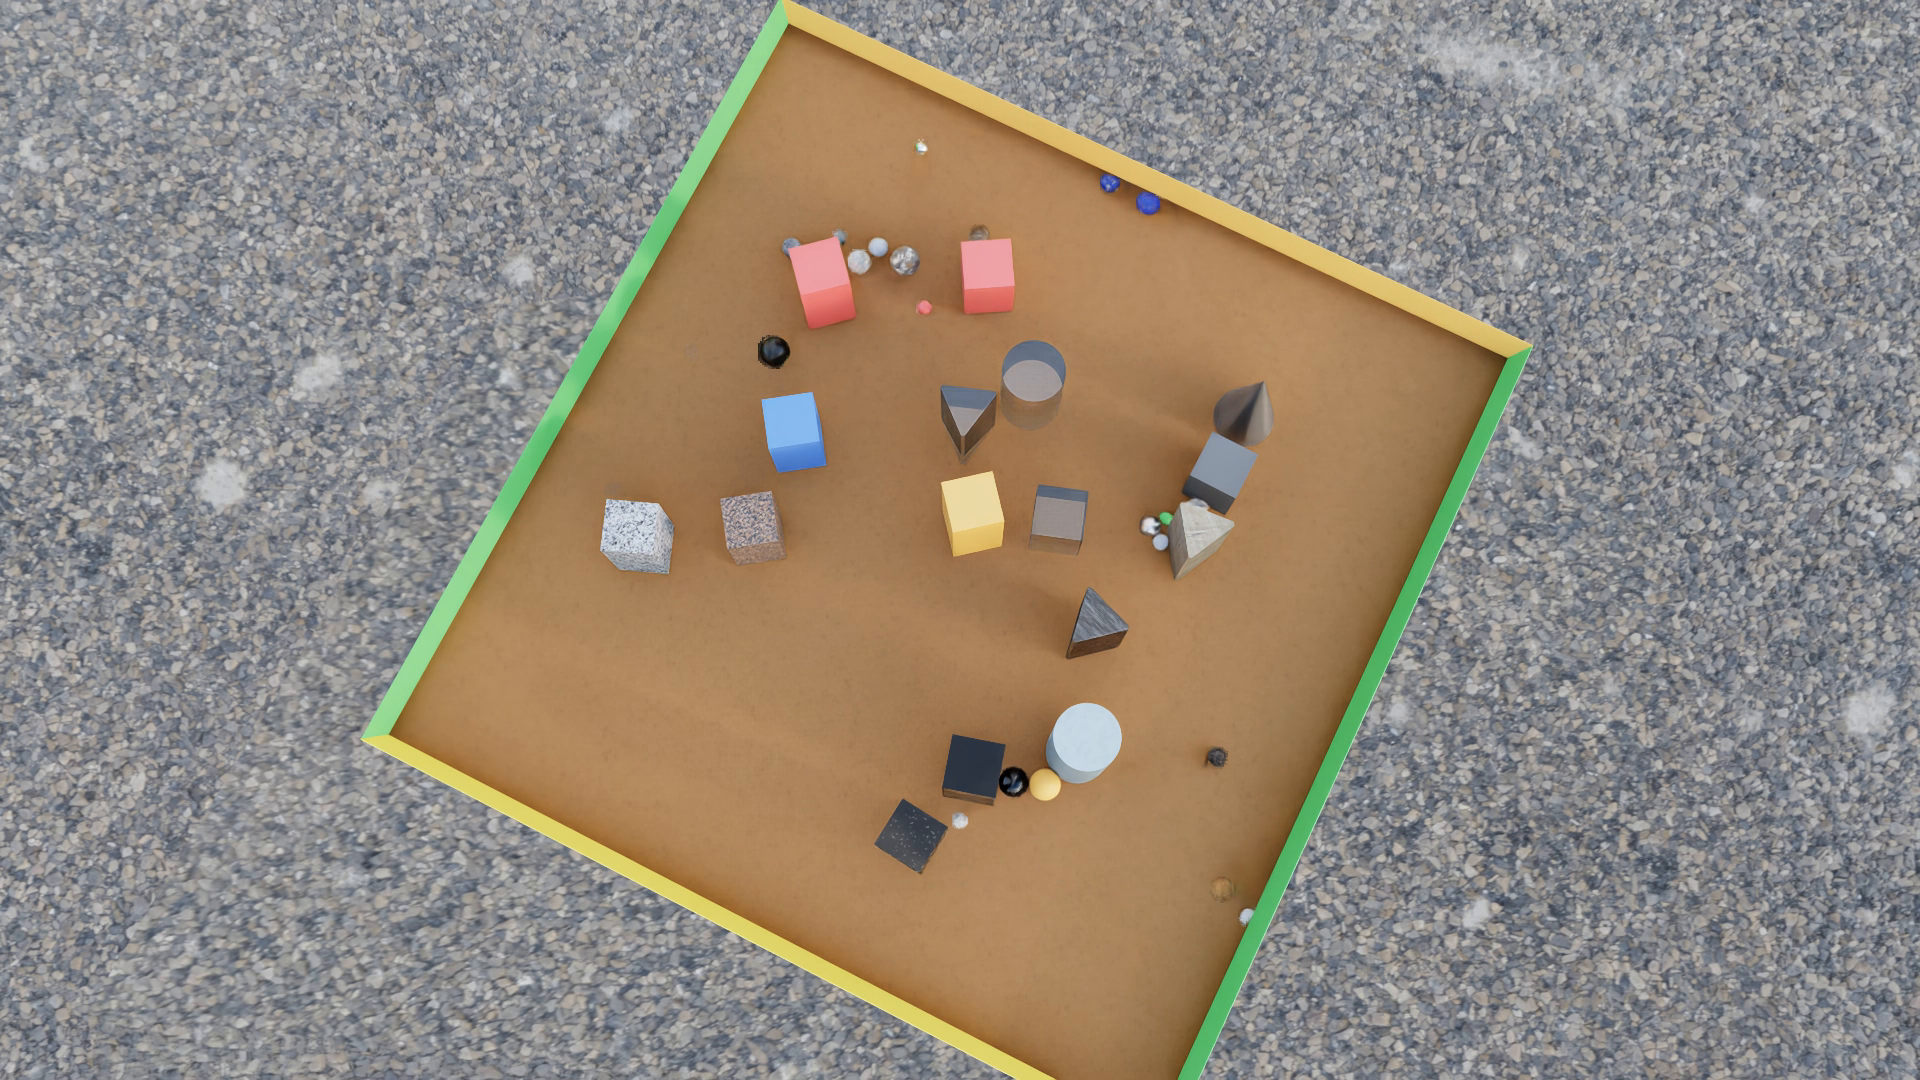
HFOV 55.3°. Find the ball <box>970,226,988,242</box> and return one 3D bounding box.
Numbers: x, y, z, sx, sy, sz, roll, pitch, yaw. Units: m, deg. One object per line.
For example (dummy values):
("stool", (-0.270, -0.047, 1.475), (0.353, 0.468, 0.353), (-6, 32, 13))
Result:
("ball", (0.061, -0.961, 5.785), (0.059, 0.059, 0.059), (0, 78, 0))

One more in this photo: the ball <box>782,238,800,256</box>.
("ball", (-0.531, -0.921, 5.776), (0.060, 0.060, 0.060), (0, 78, 0))

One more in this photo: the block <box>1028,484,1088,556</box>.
("block", (0.295, -0.058, 5.510), (0.151, 0.232, 0.151), (8, 78, 2))

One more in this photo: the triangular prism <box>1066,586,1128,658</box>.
("triangular prism", (0.385, 0.237, 5.389), (0.164, 0.349, 0.142), (-13, 79, -3))

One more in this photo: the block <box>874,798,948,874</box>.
("block", (-0.139, 0.861, 5.307), (0.151, 0.257, 0.151), (31, 80, 6))

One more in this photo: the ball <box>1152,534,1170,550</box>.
("ball", (0.613, 0.005, 5.590), (0.050, 0.050, 0.050), (0, 78, 0))

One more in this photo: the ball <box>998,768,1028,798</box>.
("ball", (0.159, 0.717, 5.423), (0.087, 0.087, 0.087), (0, 78, 0))

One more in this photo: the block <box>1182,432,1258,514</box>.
("block", (0.783, -0.200, 5.542), (0.151, 0.227, 0.151), (28, 80, 5))

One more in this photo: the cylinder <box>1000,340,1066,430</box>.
("cylinder", (0.218, -0.466, 5.552), (0.189, 0.315, 0.189), (0, 78, 0))

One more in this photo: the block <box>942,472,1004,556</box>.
("block", (0.037, -0.074, 5.447), (0.151, 0.362, 0.151), (-13, 79, -3))

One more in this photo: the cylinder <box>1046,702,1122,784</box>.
("cylinder", (0.351, 0.588, 5.265), (0.189, 0.450, 0.189), (0, 78, 0))

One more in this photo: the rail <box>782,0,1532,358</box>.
("rail", (0.582, -1.133, 5.787), (2.605, 0.123, 0.045), (26, 80, 5))

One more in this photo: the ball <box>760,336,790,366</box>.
("ball", (-0.576, -0.585, 5.689), (0.094, 0.094, 0.094), (0, 78, 0))

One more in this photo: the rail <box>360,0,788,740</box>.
("rail", (-1.144, -0.553, 5.667), (0.045, 0.123, 2.650), (26, 80, 5))

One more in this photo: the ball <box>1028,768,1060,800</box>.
("ball", (0.251, 0.723, 5.419), (0.095, 0.095, 0.095), (0, 78, 0))

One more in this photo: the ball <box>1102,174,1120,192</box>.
("ball", (0.478, -1.134, 5.820), (0.060, 0.060, 0.060), (0, 78, 0))

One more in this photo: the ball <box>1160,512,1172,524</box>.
("ball", (0.630, -0.066, 5.610), (0.040, 0.040, 0.040), (0, 78, 0))

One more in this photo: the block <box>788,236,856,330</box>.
("block", (-0.419, -0.784, 5.615), (0.151, 0.321, 0.151), (-15, 79, -3))

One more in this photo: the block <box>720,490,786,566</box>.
("block", (-0.616, -0.032, 5.487), (0.151, 0.266, 0.151), (-9, 78, -2))

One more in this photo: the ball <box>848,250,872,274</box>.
("ball", (-0.317, -0.874, 5.759), (0.074, 0.074, 0.074), (0, 78, 0))

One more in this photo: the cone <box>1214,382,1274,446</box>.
("cone", (0.882, -0.421, 5.501), (0.189, 0.396, 0.189), (0, 78, 0))

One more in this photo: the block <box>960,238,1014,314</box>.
("block", (0.084, -0.814, 5.667), (0.151, 0.231, 0.151), (-4, 78, -1))

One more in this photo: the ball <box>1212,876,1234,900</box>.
("ball", (0.771, 1.021, 5.371), (0.066, 0.066, 0.066), (0, 78, 0))

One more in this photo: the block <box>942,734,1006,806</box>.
("block", (0.039, 0.668, 5.288), (0.151, 0.373, 0.151), (11, 79, 2))

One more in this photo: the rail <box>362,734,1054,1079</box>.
("rail", (-0.582, 1.146, 5.316), (2.605, 0.123, 0.045), (26, 80, 5))

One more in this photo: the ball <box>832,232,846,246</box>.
("ball", (-0.381, -0.953, 5.791), (0.044, 0.044, 0.044), (0, 78, 0))

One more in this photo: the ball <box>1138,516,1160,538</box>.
("ball", (0.579, -0.042, 5.591), (0.067, 0.067, 0.067), (0, 78, 0))

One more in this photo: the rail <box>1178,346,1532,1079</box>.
("rail", (1.144, 0.567, 5.435), (0.045, 0.123, 2.650), (26, 80, 5))

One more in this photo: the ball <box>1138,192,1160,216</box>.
("ball", (0.598, -1.064, 5.800), (0.072, 0.072, 0.072), (0, 78, 0))

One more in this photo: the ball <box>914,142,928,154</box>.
("ball", (-0.124, -1.252, 5.854), (0.041, 0.041, 0.041), (0, 78, 0))

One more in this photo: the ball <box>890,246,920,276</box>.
("ball", (-0.173, -0.876, 5.751), (0.091, 0.091, 0.091), (0, 78, 0))

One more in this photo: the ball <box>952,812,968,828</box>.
("ball", (0.002, 0.829, 5.422), (0.046, 0.046, 0.046), (0, 78, 0))

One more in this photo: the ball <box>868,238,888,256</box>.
("ball", (-0.258, -0.923, 5.777), (0.060, 0.060, 0.060), (0, 78, 0))

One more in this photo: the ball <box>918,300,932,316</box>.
("ball", (-0.110, -0.727, 5.744), (0.045, 0.045, 0.045), (0, 78, 0))

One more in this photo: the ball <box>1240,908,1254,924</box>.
("ball", (0.844, 1.102, 5.364), (0.049, 0.049, 0.049), (0, 78, 0))

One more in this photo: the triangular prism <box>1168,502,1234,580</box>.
("triangular prism", (0.679, -0.016, 5.433), (0.164, 0.365, 0.142), (-37, 81, -7))

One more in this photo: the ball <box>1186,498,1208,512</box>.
("ball", (0.721, -0.090, 5.597), (0.076, 0.076, 0.076), (0, 78, 0))

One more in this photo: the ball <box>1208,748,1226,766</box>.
("ball", (0.765, 0.647, 5.455), (0.055, 0.055, 0.055), (0, 78, 0))

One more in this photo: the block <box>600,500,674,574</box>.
("block", (-0.958, -0.007, 5.462), (0.151, 0.306, 0.151), (5, 78, 1))

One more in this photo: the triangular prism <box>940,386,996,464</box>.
("triangular prism", (0.001, -0.373, 5.516), (0.142, 0.348, 0.164), (36, 81, 7))

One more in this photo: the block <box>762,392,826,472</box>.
("block", (-0.498, -0.322, 5.532), (0.151, 0.295, 0.151), (-9, 78, -2))
